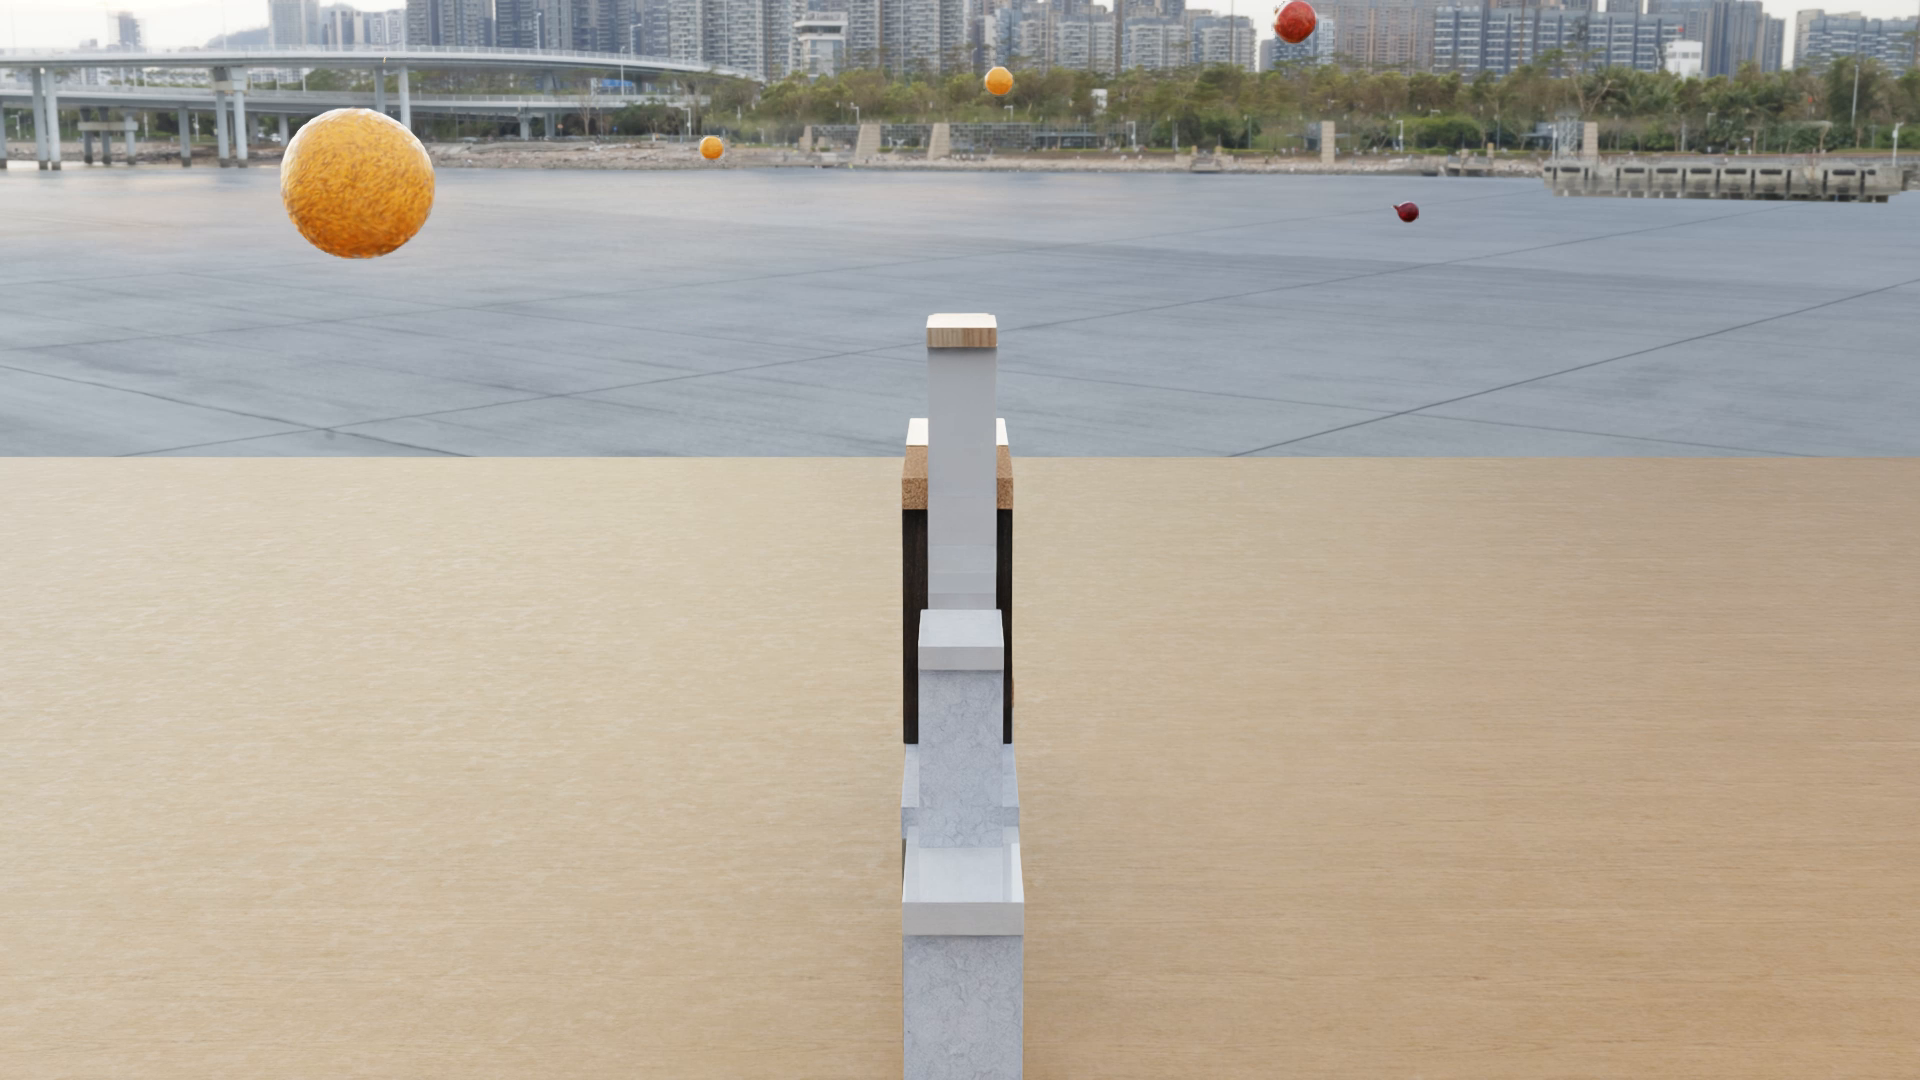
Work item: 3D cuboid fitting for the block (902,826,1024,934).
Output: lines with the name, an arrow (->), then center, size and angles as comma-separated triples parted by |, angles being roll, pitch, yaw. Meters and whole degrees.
block -> 0.004, 0.431, 2.802 | 0.147, 0.042, 0.294 | 0, 11, 0

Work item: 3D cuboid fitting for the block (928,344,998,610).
block -> 0.003, -0.072, 3.110 | 0.097, 0.407, 0.027 | 0, 11, 1

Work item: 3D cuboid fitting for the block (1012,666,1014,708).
block -> -0.001, 0.210, 3.666 | 0.175, 0.049, 0.349 | 0, 11, 0

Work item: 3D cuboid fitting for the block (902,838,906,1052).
block -> 0.000, 0.547, 3.032 | 0.158, 0.317, 0.045 | 0, 11, 0

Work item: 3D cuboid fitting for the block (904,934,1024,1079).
block -> 0.004, 0.614, 2.736 | 0.147, 0.294, 0.042 | 0, 11, 0

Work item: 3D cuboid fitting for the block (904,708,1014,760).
block -> -0.001, 0.427, 3.588 | 0.175, 0.349, 0.049 | 0, 11, 0

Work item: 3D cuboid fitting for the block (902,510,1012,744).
block -> -0.004, 0.122, 3.234 | 0.160, 0.356, 0.045 | 0, 10, 0

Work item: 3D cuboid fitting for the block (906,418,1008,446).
block -> -0.005, -0.157, 3.622 | 0.161, 0.046, 0.321 | 0, 11, 0

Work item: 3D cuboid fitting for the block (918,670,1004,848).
block -> 0.001, 0.277, 2.848 | 0.108, 0.243, 0.031 | 0, 11, 0

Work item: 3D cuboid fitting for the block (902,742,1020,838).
block -> 0.000, 0.350, 3.103 | 0.158, 0.045, 0.317 | 0, 11, 0

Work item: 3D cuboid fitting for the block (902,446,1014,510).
block -> -0.004, -0.095, 3.303 | 0.160, 0.045, 0.319 | 0, 10, 0

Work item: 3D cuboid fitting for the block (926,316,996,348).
block -> 0.002, -0.298, 3.134 | 0.097, 0.027, 0.193 | 0, 11, 0

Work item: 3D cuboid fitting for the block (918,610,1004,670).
block -> 0.001, 0.130, 2.894 | 0.108, 0.031, 0.217 | 0, 11, 0

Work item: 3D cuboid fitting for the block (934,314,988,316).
block -> 0.002, -0.337, 3.460 | 0.086, 0.024, 0.172 | 0, 11, 0
